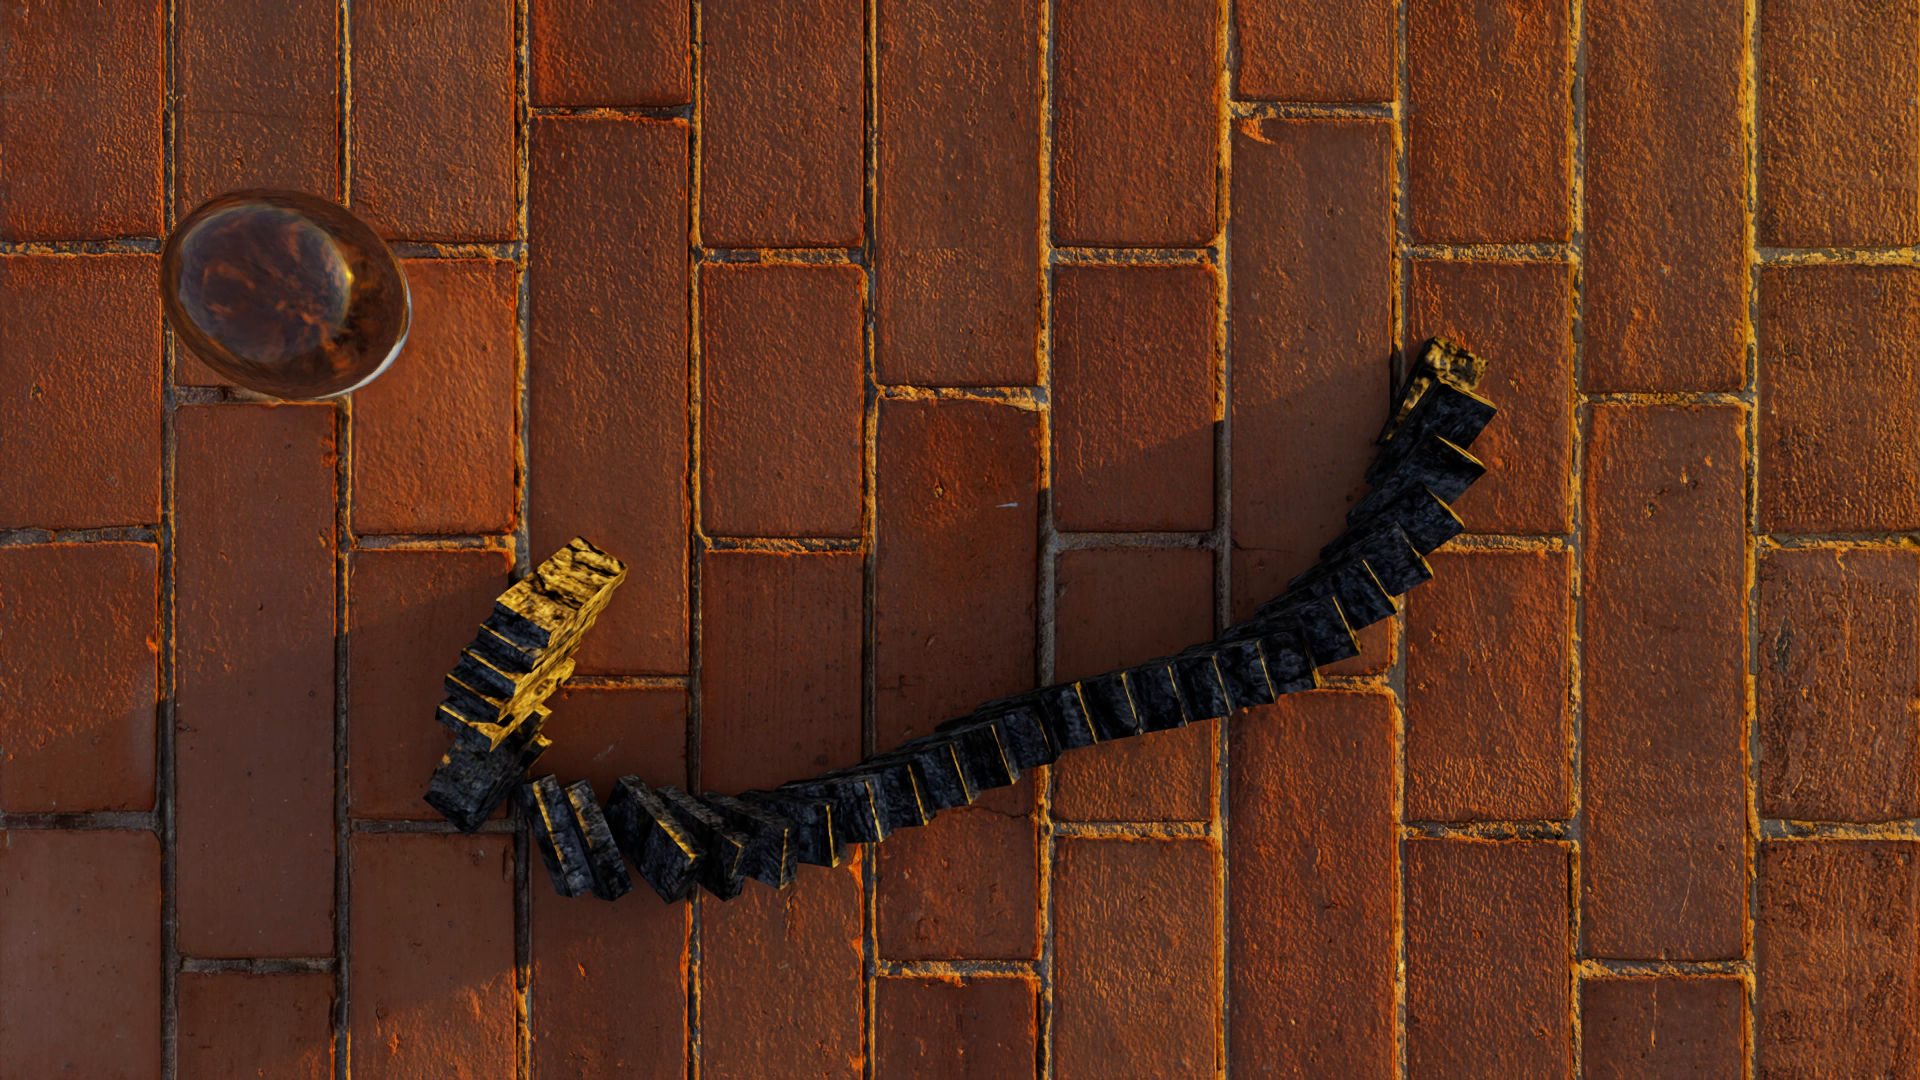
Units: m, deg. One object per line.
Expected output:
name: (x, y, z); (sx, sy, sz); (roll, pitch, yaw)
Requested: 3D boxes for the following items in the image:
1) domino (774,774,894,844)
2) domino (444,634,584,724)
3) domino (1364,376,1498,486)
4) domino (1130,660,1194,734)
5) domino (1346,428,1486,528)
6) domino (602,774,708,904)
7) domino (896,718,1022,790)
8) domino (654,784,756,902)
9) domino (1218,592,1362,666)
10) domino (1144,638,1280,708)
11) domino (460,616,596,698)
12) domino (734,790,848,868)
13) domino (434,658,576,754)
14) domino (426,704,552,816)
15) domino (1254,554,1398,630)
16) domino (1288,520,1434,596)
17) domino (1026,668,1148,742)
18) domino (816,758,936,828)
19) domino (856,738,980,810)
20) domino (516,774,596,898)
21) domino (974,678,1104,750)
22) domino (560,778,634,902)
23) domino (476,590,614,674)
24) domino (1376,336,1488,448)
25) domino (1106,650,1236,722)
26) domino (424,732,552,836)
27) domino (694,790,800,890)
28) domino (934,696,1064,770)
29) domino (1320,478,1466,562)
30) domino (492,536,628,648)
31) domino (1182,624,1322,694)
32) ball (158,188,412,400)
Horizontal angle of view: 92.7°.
domino: (-0.053, 0.113, 0.383); (0.050, 0.010, 0.025); (-13, 91, 31)
domino: (-0.182, 0.050, 0.377); (0.025, 0.050, 0.010); (32, 126, 0)
domino: (0.195, -0.040, 0.382); (0.025, 0.009, 0.050); (26, 121, 0)
domino: (0.069, 0.068, 0.383); (0.050, 0.009, 0.025); (-18, 90, 32)
domino: (0.189, -0.019, 0.383); (0.025, 0.010, 0.050); (35, 121, 0)
domino: (-0.129, 0.124, 0.382); (0.050, 0.010, 0.025); (36, 107, 25)
domino: (-0.001, 0.093, 0.383); (0.050, 0.009, 0.025); (-20, 90, 31)
domino: (-0.110, 0.126, 0.382); (0.050, 0.010, 0.025); (22, 101, 28)
domino: (0.137, 0.042, 0.382); (0.050, 0.010, 0.025); (-25, 90, 33)
domino: (0.104, 0.058, 0.383); (0.050, 0.010, 0.025); (-17, 90, 33)
domino: (-0.176, 0.040, 0.377); (0.025, 0.050, 0.009); (32, 126, 0)
domino: (-0.071, 0.120, 0.383); (0.050, 0.010, 0.025); (-4, 93, 31)
domino: (-0.186, 0.061, 0.377); (0.025, 0.050, 0.010); (32, 126, 0)
domino: (-0.198, 0.087, 0.386); (0.025, 0.010, 0.050); (33, 90, 0)
domino: (0.152, 0.029, 0.383); (0.050, 0.009, 0.025); (-34, 90, 31)
domino: (0.167, 0.016, 0.383); (0.050, 0.010, 0.025); (-36, 90, 30)
domino: (0.050, 0.072, 0.383); (0.050, 0.009, 0.025); (-18, 90, 31)
domino: (-0.036, 0.107, 0.383); (0.050, 0.009, 0.025); (-16, 90, 31)
domino: (-0.018, 0.100, 0.383); (0.050, 0.010, 0.025); (-19, 90, 31)
domino: (-0.171, 0.125, 0.387); (0.010, 0.025, 0.050); (-20, 90, -41)
domino: (0.032, 0.076, 0.383); (0.050, 0.009, 0.025); (-20, 90, 31)
domino: (-0.156, 0.127, 0.387); (0.010, 0.025, 0.050); (-23, 90, -41)
domino: (-0.169, 0.030, 0.377); (0.025, 0.050, 0.009); (32, 126, 0)
domino: (0.203, -0.059, 0.395); (0.025, 0.009, 0.050); (26, 90, 0)
domino: (0.086, 0.064, 0.383); (0.050, 0.010, 0.025); (-17, 90, 32)
domino: (-0.204, 0.099, 0.395); (0.025, 0.009, 0.050); (41, 90, 0)
domino: (-0.090, 0.124, 0.382); (0.050, 0.010, 0.025); (9, 96, 30)
domino: (0.016, 0.084, 0.383); (0.050, 0.009, 0.025); (-20, 90, 31)
domino: (0.180, 0.000, 0.383); (0.025, 0.010, 0.050); (46, 120, 0)
domino: (-0.163, 0.020, 0.377); (0.025, 0.050, 0.009); (31, 126, 0)
domino: (0.121, 0.053, 0.382); (0.050, 0.010, 0.025); (-17, 91, 33)
ball: (-0.262, -0.096, 0.360); (0.080, 0.080, 0.080); (0, 90, 0)
